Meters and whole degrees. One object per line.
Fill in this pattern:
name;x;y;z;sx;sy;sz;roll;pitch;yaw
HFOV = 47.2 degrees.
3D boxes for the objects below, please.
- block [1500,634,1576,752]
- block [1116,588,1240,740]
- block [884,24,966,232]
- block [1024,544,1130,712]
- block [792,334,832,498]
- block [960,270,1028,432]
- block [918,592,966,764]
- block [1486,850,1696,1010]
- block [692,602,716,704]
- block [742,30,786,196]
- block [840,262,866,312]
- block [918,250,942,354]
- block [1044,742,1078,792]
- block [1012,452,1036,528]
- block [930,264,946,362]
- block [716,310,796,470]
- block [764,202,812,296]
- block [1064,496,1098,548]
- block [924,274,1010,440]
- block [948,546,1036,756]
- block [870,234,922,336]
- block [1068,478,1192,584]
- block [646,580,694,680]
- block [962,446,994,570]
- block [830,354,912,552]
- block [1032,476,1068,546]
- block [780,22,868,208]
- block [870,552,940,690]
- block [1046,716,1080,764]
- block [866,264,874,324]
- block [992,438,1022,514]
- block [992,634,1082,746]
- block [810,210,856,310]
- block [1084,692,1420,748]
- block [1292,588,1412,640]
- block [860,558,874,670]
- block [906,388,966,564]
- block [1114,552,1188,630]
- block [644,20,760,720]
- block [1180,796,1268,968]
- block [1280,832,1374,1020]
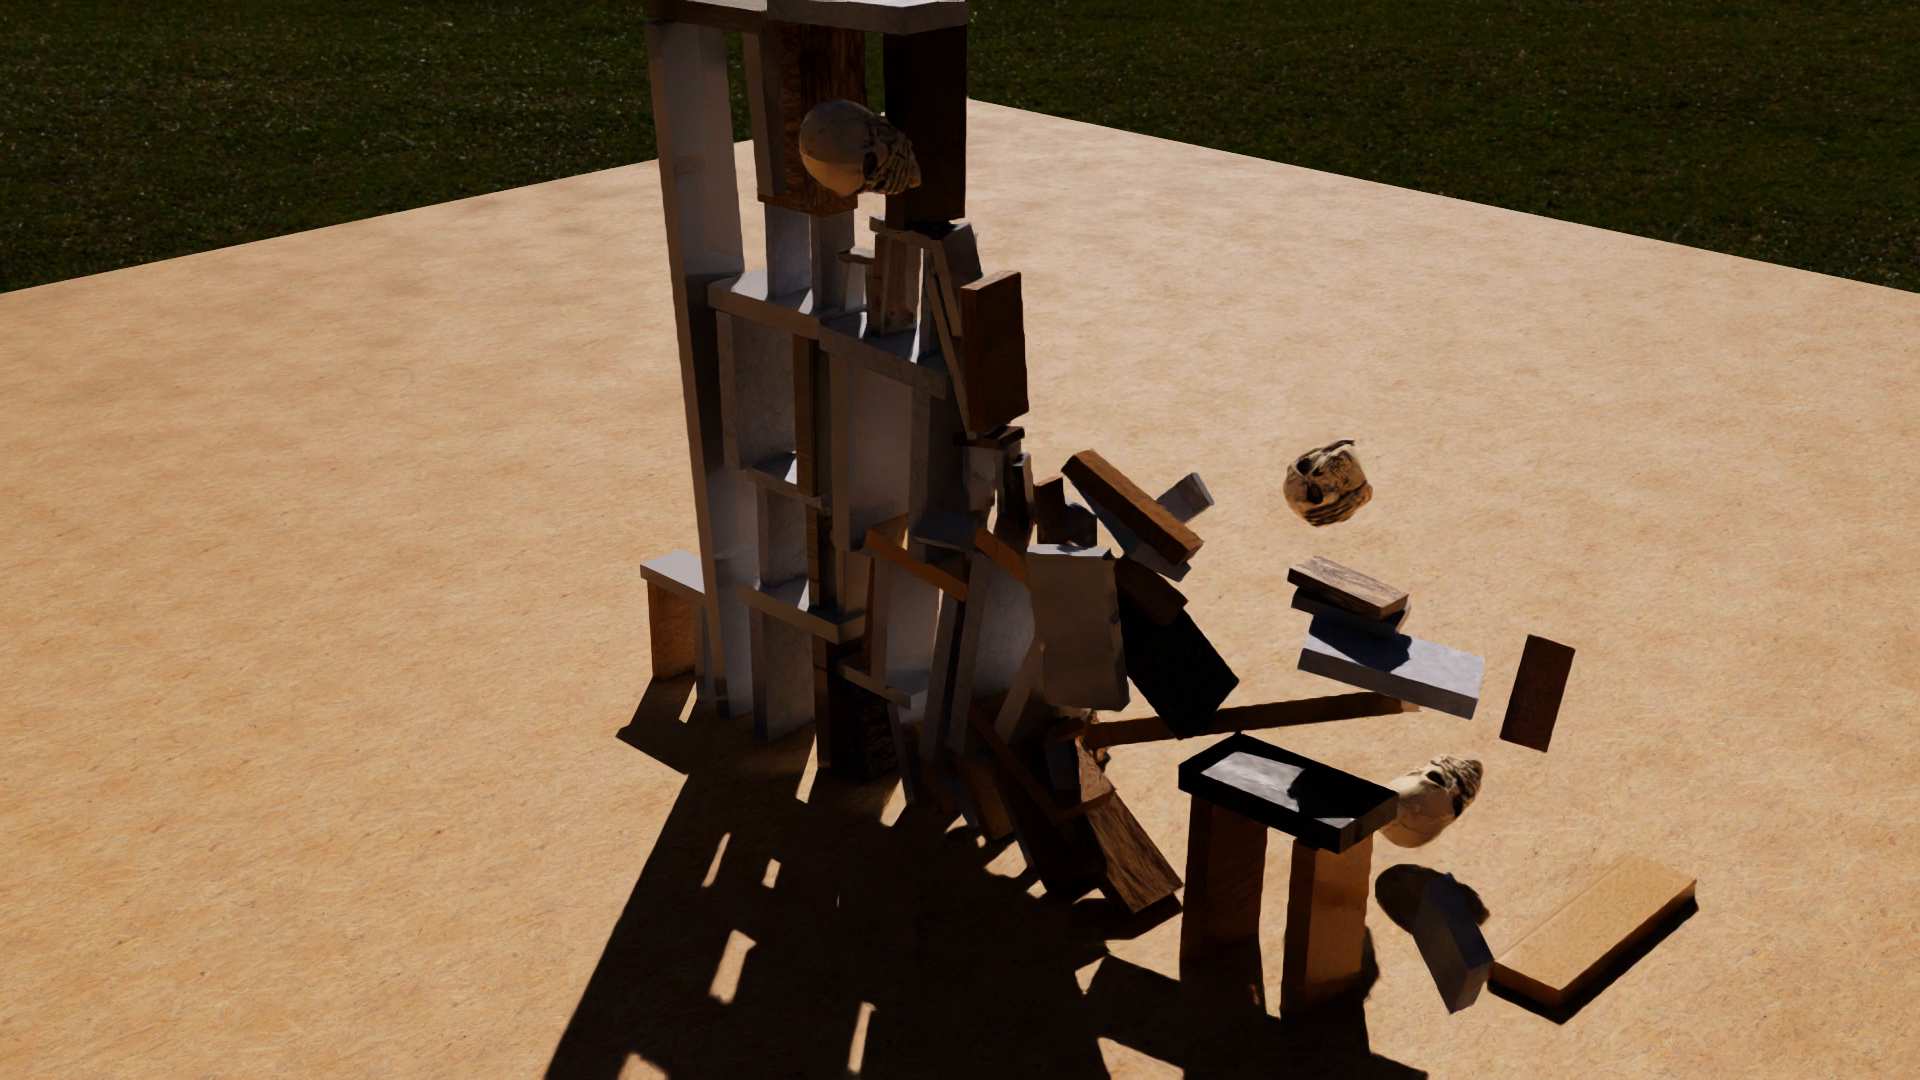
block;1.012;0.269;3.852;0.095;0.190;0.027;17;-2;-32
block;0.351;0.186;3.891;0.153;0.307;0.043;-45;13;-32
block;-0.062;-0.754;4.011;0.048;0.354;0.170;17;26;38
block;0.205;0.152;3.808;0.145;0.290;0.041;3;23;29
block;-0.251;-0.267;4.385;0.047;0.334;0.167;21;31;40
block;0.062;-0.337;3.925;0.037;0.263;0.131;12;27;35
block;0.009;0.252;4.318;0.145;0.386;0.041;-20;41;-40
block;1.163;0.709;4.036;0.145;0.041;0.507;20;30;40
block;-0.535;0.233;4.904;0.034;0.239;0.120;21;31;41
block;-0.330;-0.831;4.213;0.044;0.312;0.156;18;32;39
block;-0.206;-0.492;4.238;0.014;0.101;0.050;28;35;35
block;-0.029;-0.448;4.076;0.027;0.190;0.095;23;29;40
block;0.187;0.420;4.080;0.045;0.013;0.091;-1;66;-24
block;0.119;-0.091;4.035;0.018;0.125;0.063;0;26;16
block;-0.002;-0.424;4.044;0.091;0.182;0.026;-21;20;-41
block;-0.415;-0.326;4.526;0.047;0.334;0.167;19;30;39
block;-0.339;-0.582;4.340;0.026;0.186;0.093;20;31;40
block;0.204;-0.035;4.003;0.019;0.067;0.134;-14;28;-27
block;0.015;-0.343;4.007;0.026;0.307;0.091;1;22;47
block;0.079;0.196;4.206;0.167;0.445;0.047;-17;38;-36
block;-0.120;-0.488;4.153;0.095;0.190;0.027;-17;31;-41
block;0.300;-0.036;3.933;0.131;0.037;0.272;26;20;-38
block;-0.648;0.189;5.008;0.034;0.239;0.120;21;31;41
block;0.036;-0.068;4.152;0.065;0.251;0.018;-21;29;-40
block;-0.172;-0.188;4.325;0.173;0.398;0.049;-21;31;-41
block;0.164;-0.047;3.980;0.018;0.125;0.063;11;24;41
block;-0.253;-0.811;4.136;0.048;0.340;0.170;19;30;39
block;-0.107;0.143;4.401;0.041;0.291;0.145;25;33;38
block;0.192;0.379;4.120;0.045;0.091;0.013;-8;-11;-30
block;-0.157;-0.474;4.203;0.014;0.118;0.050;21;32;38
block;0.091;-0.120;4.064;0.018;0.131;0.065;13;31;33
block;0.189;0.233;4.069;0.167;0.334;0.047;-14;51;-35
block;-0.246;-0.549;4.262;0.026;0.186;0.093;20;30;39
block;0.526;0.323;3.987;0.584;0.043;0.153;-9;-6;22
block;0.695;0.115;3.906;0.190;0.027;0.095;18;33;21
block;-0.154;0.140;4.450;0.079;0.257;0.022;-21;39;-40
block;-0.016;-0.140;4.176;0.173;0.346;0.049;-20;33;-40
block;0.326;0.085;3.842;0.140;0.019;0.067;41;60;1
block;-0.499;-0.322;4.562;0.044;1.522;0.156;21;34;40
block;0.478;0.582;3.950;0.170;0.340;0.048;-21;32;-41
block;0.635;0.645;3.804;0.170;0.340;0.048;-21;32;-41
